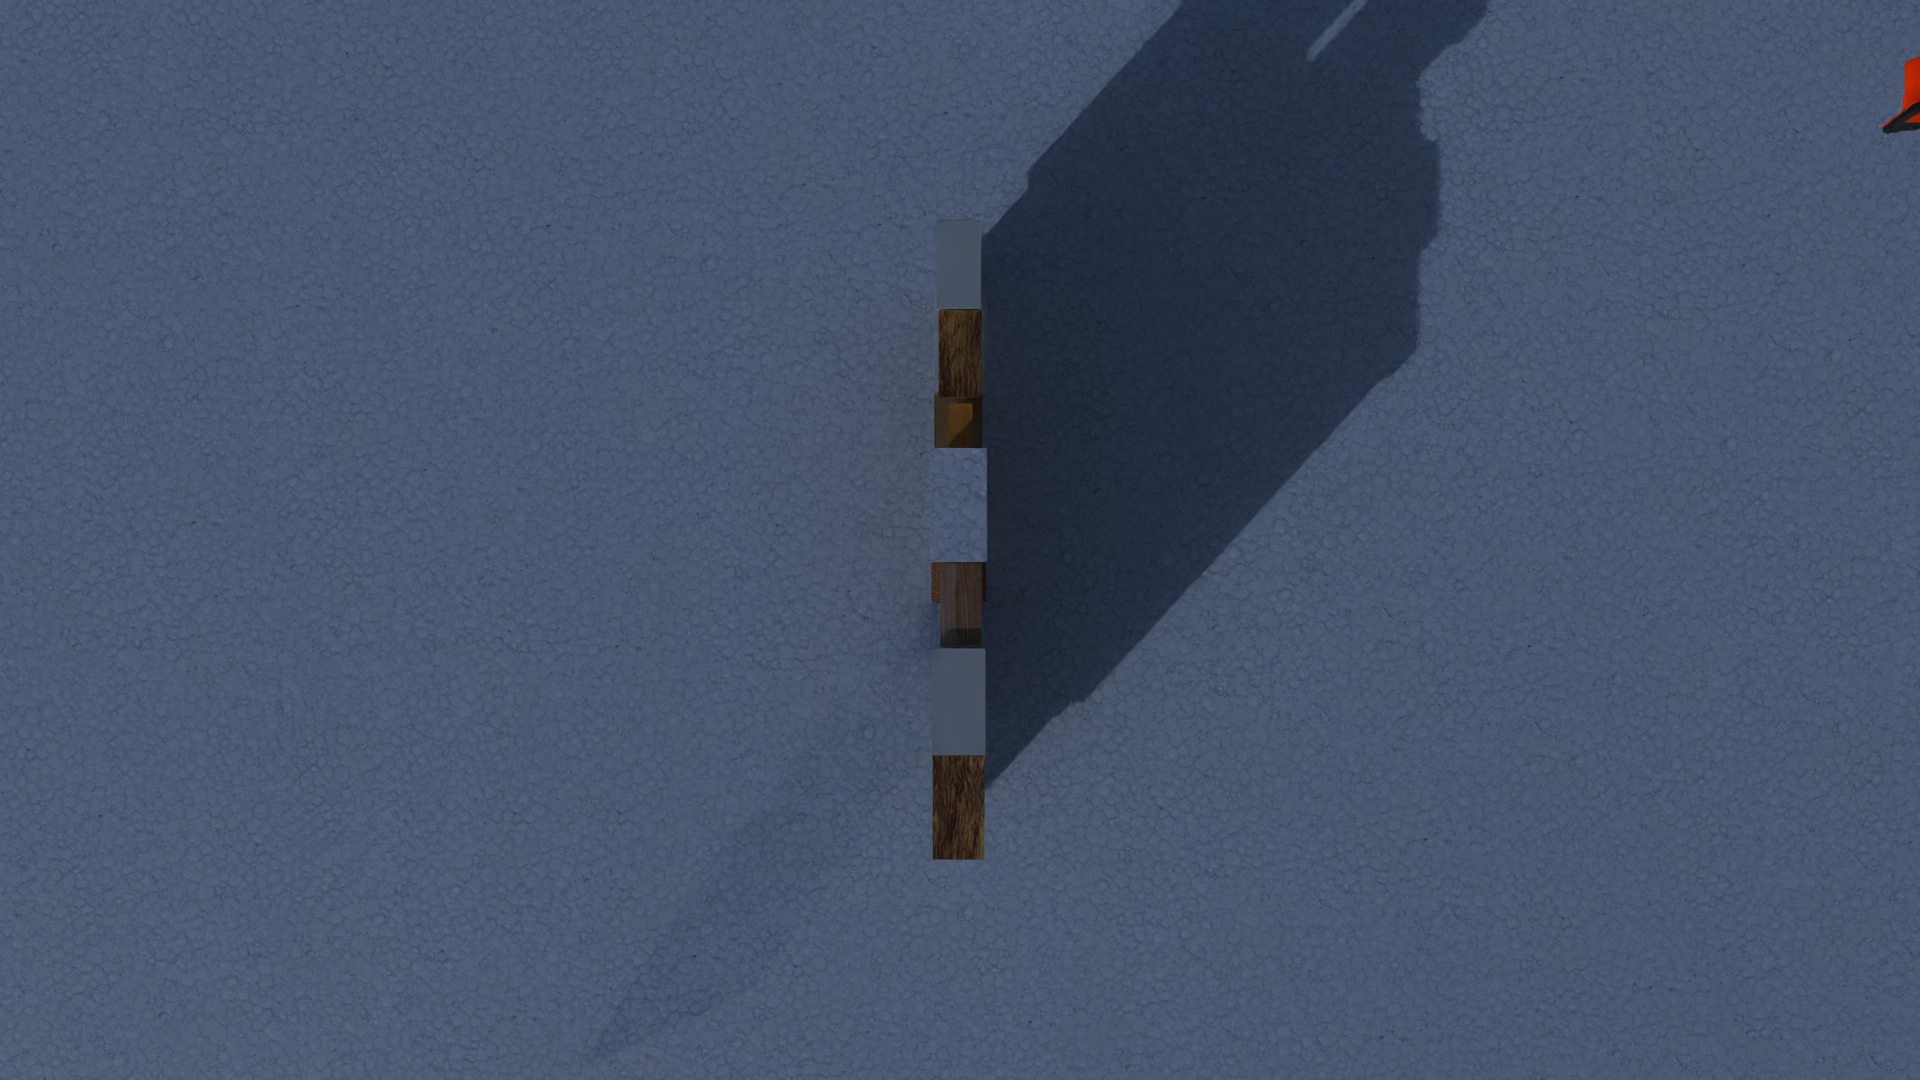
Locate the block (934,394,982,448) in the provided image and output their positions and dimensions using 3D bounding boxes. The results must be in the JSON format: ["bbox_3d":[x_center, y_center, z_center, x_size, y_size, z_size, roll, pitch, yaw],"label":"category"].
[{"bbox_3d":[-0.005,-0.305,5.178,0.150,0.043,0.301,0,90,0],"label":"block"}]

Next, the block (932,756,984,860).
[{"bbox_3d":[-0.004,0.785,4.862,0.153,0.043,0.305,0,90,0],"label":"block"}]

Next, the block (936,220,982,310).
[{"bbox_3d":[-0.003,-0.808,4.850,0.130,0.037,0.260,0,90,0],"label":"block"}]

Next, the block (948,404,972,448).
[{"bbox_3d":[0.002,-0.342,5.002,0.072,0.021,0.145,0,90,0],"label":"block"}]

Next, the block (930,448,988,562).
[{"bbox_3d":[-0.004,-0.100,4.761,0.164,0.046,0.328,0,90,0],"label":"block"}]

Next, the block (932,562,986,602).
[{"bbox_3d":[-0.004,0.020,5.136,0.170,0.048,0.340,0,90,0],"label":"block"}]

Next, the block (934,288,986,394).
[{"bbox_3d":[0.002,-0.623,5.151,0.163,0.046,0.326,0,90,0],"label":"block"}]

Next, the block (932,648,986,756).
[{"bbox_3d":[-0.004,0.472,4.831,0.156,0.044,0.311,0,90,0],"label":"block"}]

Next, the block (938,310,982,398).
[{"bbox_3d":[0.001,-0.546,4.856,0.127,0.036,0.254,0,90,0],"label":"block"}]

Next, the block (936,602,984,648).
[{"bbox_3d":[0.001,0.342,5.185,0.147,0.042,0.294,0,90,0],"label":"block"}]

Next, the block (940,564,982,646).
[{"bbox_3d":[0.003,0.190,4.851,0.122,0.034,0.243,0,90,0],"label":"block"}]
